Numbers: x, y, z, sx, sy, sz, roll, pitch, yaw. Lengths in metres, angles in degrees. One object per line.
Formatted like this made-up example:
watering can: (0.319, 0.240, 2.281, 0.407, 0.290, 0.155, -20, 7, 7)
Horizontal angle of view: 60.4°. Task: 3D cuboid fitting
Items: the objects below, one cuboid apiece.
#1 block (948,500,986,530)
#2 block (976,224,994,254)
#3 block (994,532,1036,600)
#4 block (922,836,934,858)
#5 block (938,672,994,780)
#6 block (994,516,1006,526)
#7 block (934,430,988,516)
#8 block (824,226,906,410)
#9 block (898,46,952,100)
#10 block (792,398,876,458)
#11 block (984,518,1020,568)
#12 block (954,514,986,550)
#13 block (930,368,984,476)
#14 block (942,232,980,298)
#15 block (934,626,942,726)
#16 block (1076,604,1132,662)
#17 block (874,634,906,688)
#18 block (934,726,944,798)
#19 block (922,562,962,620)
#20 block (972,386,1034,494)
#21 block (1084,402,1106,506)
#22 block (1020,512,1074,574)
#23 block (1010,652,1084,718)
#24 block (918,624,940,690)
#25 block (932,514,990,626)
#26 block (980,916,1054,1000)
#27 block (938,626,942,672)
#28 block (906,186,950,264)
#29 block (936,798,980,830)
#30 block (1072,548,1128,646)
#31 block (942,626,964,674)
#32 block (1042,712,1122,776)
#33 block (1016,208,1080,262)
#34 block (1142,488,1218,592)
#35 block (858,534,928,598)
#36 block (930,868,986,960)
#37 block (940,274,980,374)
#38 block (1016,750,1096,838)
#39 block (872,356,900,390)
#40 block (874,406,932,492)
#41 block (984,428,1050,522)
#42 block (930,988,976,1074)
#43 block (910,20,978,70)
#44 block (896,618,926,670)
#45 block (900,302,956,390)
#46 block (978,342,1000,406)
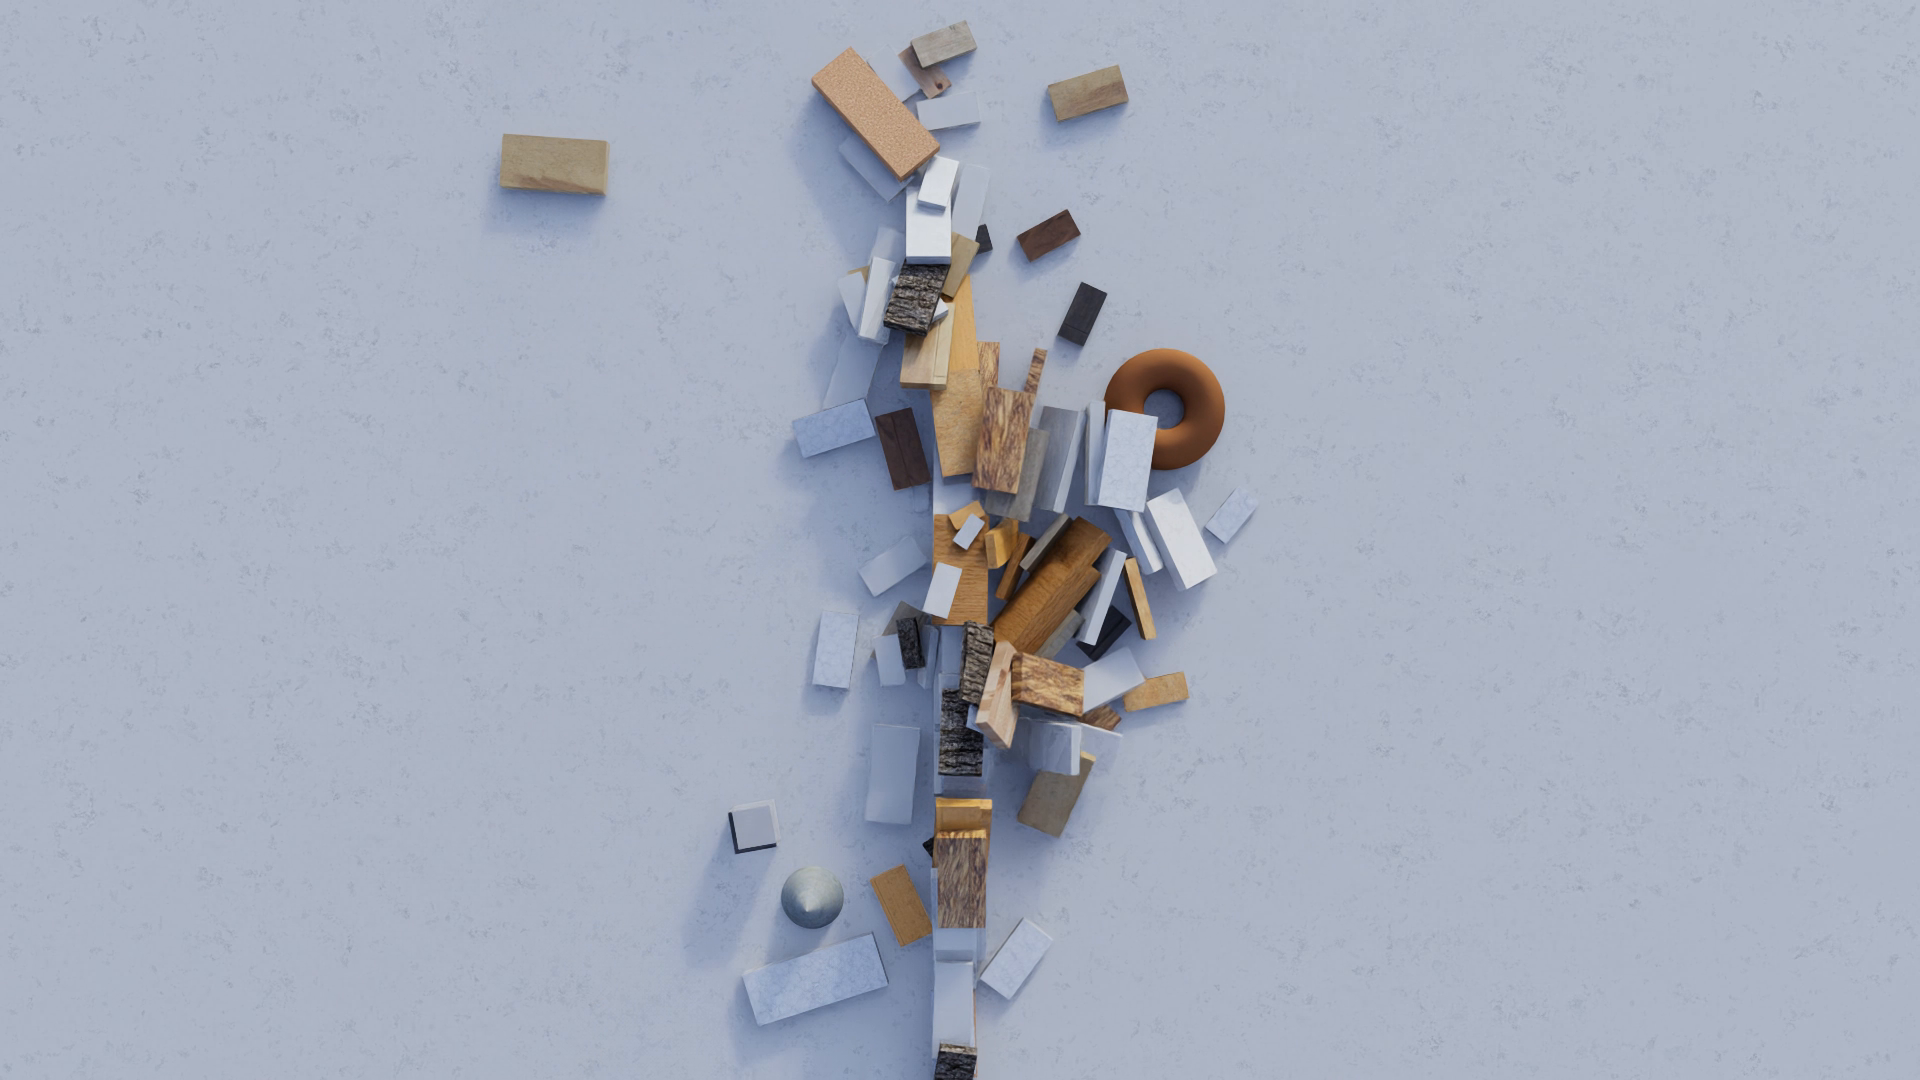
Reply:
block: (0.023, -0.079, 5.306, 0.107, 0.015, 0.054, -29, 85, -3)
block: (0.015, -0.985, 5.488, 0.173, 0.024, 0.086, -16, 90, 0)
block: (0.184, 0.090, 5.441, 0.032, 0.113, 0.227, 23, 90, 15)
block: (-0.057, 1.046, 5.477, 0.068, 0.019, 0.136, -34, 96, 12)
block: (0.020, 0.598, 5.320, 0.168, 0.048, 0.336, -1, 93, 0)
block: (0.148, -0.053, 5.492, 0.054, 0.015, 0.107, 33, 90, 0)
block: (0.002, -0.185, 5.429, 0.178, 0.050, 0.355, 0, 75, 0)
block: (-0.299, -0.722, 5.482, 0.127, 0.036, 0.635, 17, 90, 0)
block: (-0.119, -1.562, 5.487, 0.091, 0.026, 0.183, -36, 90, 0)
block: (-0.417, -0.371, 5.456, 0.255, 0.036, 0.127, -17, 100, 7)
block: (0.141, 0.008, 5.379, 0.032, 0.227, 0.113, -1, 104, 22)
block: (0.028, -0.028, 5.290, 0.054, 0.015, 0.107, 35, 91, -8)
block: (0.001, -0.384, 5.367, 0.166, 0.047, 0.333, -9, 94, 2)
block: (-0.022, -0.904, 5.427, 0.099, 0.028, 0.198, 26, 89, 7)
block: (-0.003, 0.442, 5.434, 0.168, 0.048, 0.336, -1, 75, 0)
block: (0.477, 0.311, 5.487, 0.090, 0.026, 0.181, 43, 90, 0)
block: (-0.232, 0.398, 5.458, 0.083, 0.023, 0.166, -10, 90, 0)
block: (-0.002, 0.673, 5.415, 0.168, 0.048, 0.336, -1, 68, 0)
block: (-0.056, 0.161, 5.276, 0.083, 0.023, 0.166, 17, 84, 2)
block: (0.138, -0.320, 5.294, 0.149, 0.042, 0.324, 10, 90, 4)
block: (0.442, -0.282, 5.417, 0.047, 0.167, 0.333, 1, 90, 0)
block: (0.287, 0.011, 5.441, 0.032, 0.113, 0.227, 39, 90, 15)
block: (0.284, 0.469, 5.319, 0.043, 0.306, 0.153, -12, 68, 42)
block: (-0.106, 0.385, 5.438, 0.028, 0.098, 0.195, 4, 97, -17)
block: (0.002, 0.098, 5.320, 0.178, 0.050, 0.356, 1, 84, 0)
block: (0.187, 1.390, 5.483, 0.122, 0.035, 0.245, 37, 90, 0)
block: (-0.004, 0.294, 5.429, 0.137, 0.039, 0.274, -2, 75, 0)
block: (-0.103, -1.034, 5.413, 0.144, 0.041, 0.288, 0, 62, -1)
block: (-0.003, 0.945, 5.243, 0.137, 0.039, 0.274, -1, 118, 0)
block: (0.439, 0.176, 5.419, 0.045, 0.158, 0.317, 19, 90, -27)
block: (0.010, 0.374, 5.354, 0.137, 0.039, 0.274, -1, 92, 0)
block: (0.385, 0.670, 5.431, 0.270, 0.038, 0.135, 16, 95, 2)
block: (0.294, -1.012, 5.486, 0.193, 0.027, 0.096, -29, 90, 0)
block: (0.720, -0.002, 5.437, 0.156, 0.044, 0.311, -25, 90, -35)
block: (-0.223, 0.086, 5.485, 0.214, 0.030, 0.107, -33, 90, 0)
block: (-0.002, 1.224, 5.390, 0.178, 0.050, 0.356, -1, 120, 0)
block: (-0.033, -0.703, 5.438, 0.166, 0.047, 0.333, -6, 77, 2)
block: (0.314, 0.819, 5.428, 0.153, 0.043, 0.307, 22, 109, 0)
block: (-0.244, -0.555, 5.493, 0.052, 0.015, 0.104, 30, 90, 0)
block: (-0.189, -0.301, 5.474, 0.127, 0.036, 0.255, -15, 86, 0)
block: (0.184, -0.219, 5.332, 0.149, 0.042, 0.299, 14, 90, 4)
block: (-0.022, 1.618, 5.440, 0.140, 0.040, 0.280, -2, 90, 0)
block: (-0.054, -1.641, 5.468, 0.200, 0.028, 0.100, -23, 88, -9)
block: (-0.162, 0.341, 5.429, 0.023, 0.083, 0.166, -11, 90, -37)
block: (-0.103, -0.631, 5.352, 0.149, 0.042, 0.299, 3, 68, 7)
block: (0.040, -0.490, 5.446, 0.167, 0.047, 0.333, 3, 80, 1)
